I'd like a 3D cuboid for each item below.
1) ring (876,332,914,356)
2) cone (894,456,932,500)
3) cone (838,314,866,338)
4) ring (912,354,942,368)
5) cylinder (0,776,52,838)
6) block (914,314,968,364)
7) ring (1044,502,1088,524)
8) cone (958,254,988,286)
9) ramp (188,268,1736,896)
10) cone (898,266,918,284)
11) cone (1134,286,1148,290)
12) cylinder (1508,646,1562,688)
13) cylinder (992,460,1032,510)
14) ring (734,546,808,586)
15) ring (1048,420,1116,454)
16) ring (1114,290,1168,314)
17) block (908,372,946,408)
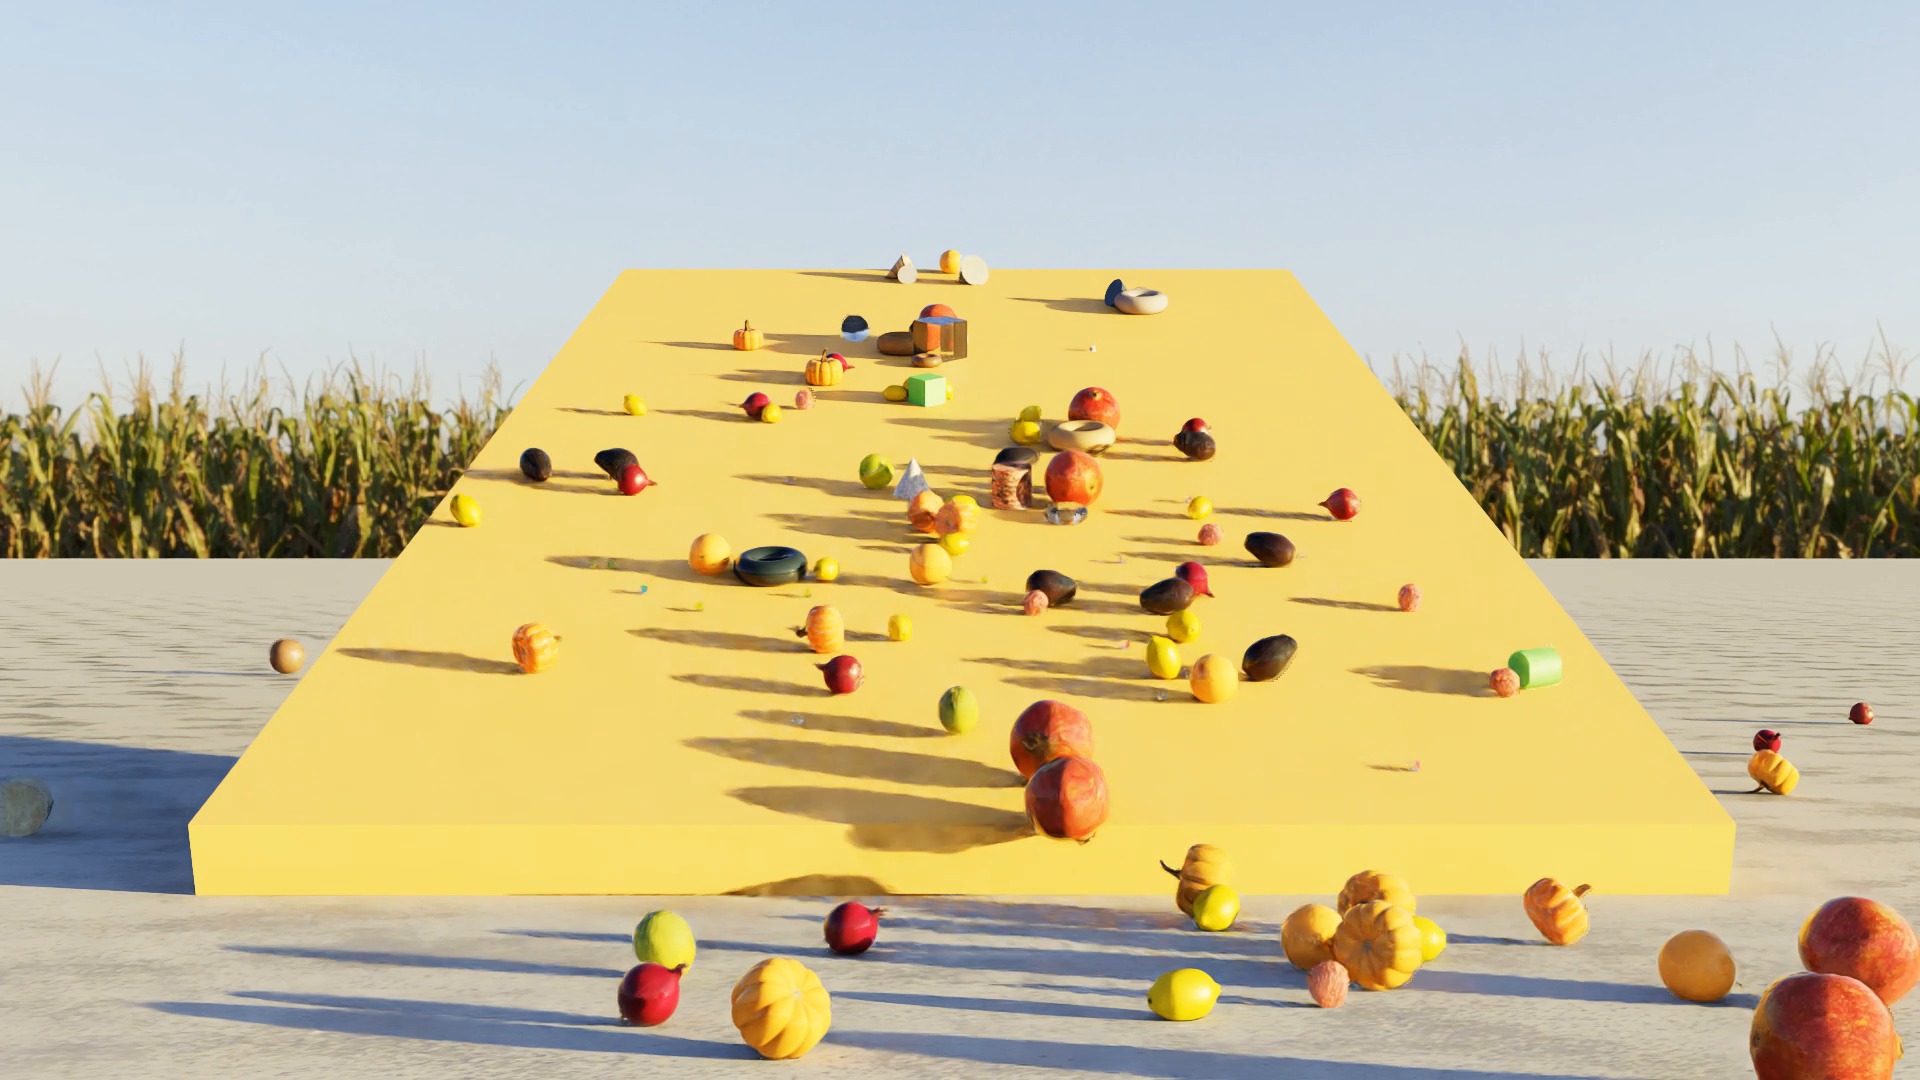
[{"bbox_3d":[-0.145,-0.493,5.582,0.130,0.043,0.130,1,17,0],"label":"ring"},{"bbox_3d":[-0.092,-0.127,4.340,0.078,0.078,0.078,0,17,0],"label":"cone"},{"bbox_3d":[-0.272,-0.536,5.737,0.072,0.072,0.072,0,-21,4],"label":"cone"},{"bbox_3d":[-0.082,-0.439,5.437,0.075,0.025,0.075,1,17,0],"label":"ring"},{"bbox_3d":[-1.485,0.422,3.519,0.086,0.086,0.086,0,0,-18],"label":"cylinder"},{"bbox_3d":[-0.049,-0.498,5.508,0.095,0.095,0.095,-16,24,-42],"label":"block"},{"bbox_3d":[0.199,-0.050,4.178,0.083,0.028,0.083,-1,18,0],"label":"ring"},{"bbox_3d":[0.019,-0.772,6.485,0.093,0.093,0.093,0,-12,-32],"label":"cone"},{"bbox_3d":[-0.003,-0.176,4.799,2.000,0.100,4.000,0,17,0],"label":"ramp"},{"bbox_3d":[-0.150,-0.766,6.491,0.057,0.057,0.057,0,-10,5],"label":"cone"},{"bbox_3d":[0.498,-0.671,6.187,0.056,0.056,0.056,0,-10,-8],"label":"cone"},{"bbox_3d":[0.865,0.192,3.345,0.057,0.057,0.057,-6,2,-21],"label":"cylinder"},{"bbox_3d":[0.099,-0.104,4.268,0.077,0.077,0.077,0,17,0],"label":"cylinder"},{"bbox_3d":[-0.327,0.045,3.842,0.131,0.044,0.131,-1,17,0],"label":"ring"},{"bbox_3d":[0.256,-0.217,4.684,0.143,0.048,0.143,-1,17,0],"label":"ring"},{"bbox_3d":[0.496,-0.651,6.083,0.150,0.050,0.150,-1,19,0],"label":"ring"},{"bbox_3d":[-0.074,-0.342,5.063,0.061,0.061,0.061,-14,22,-38],"label":"block"}]
